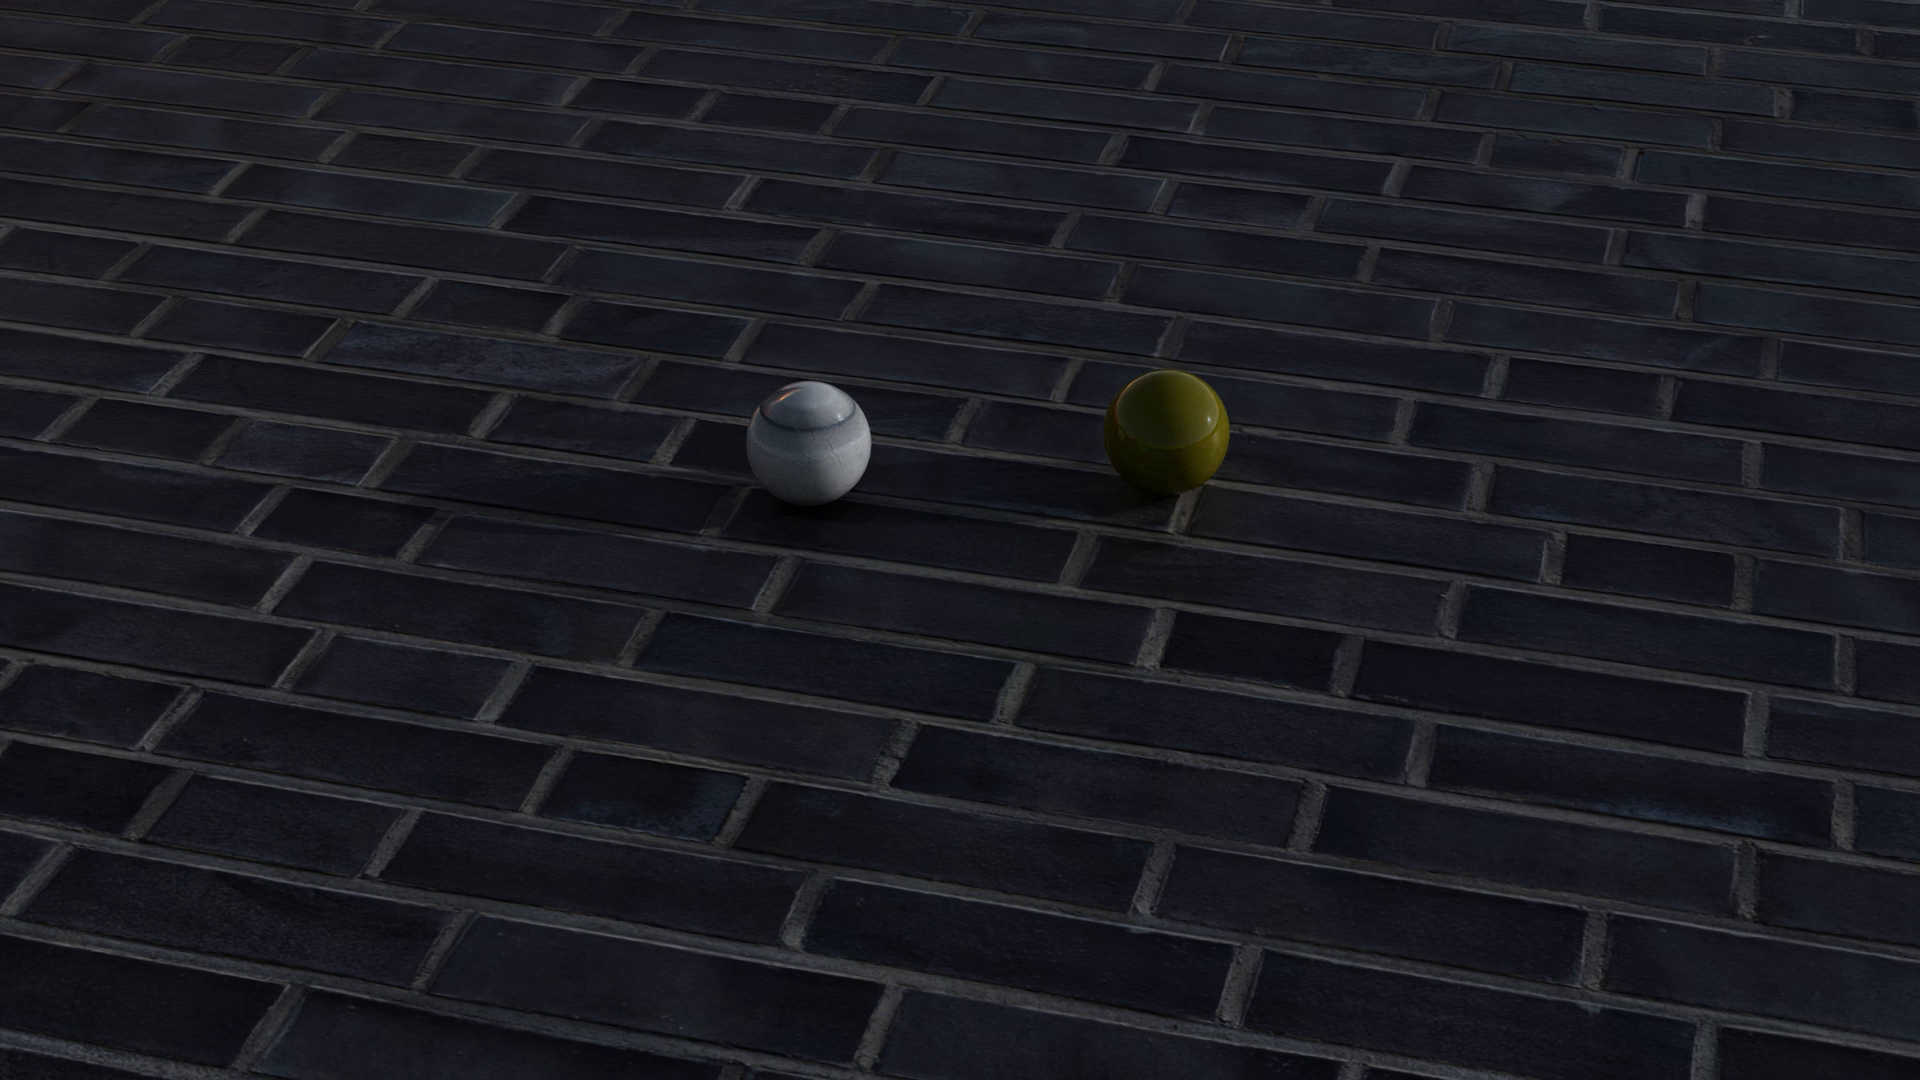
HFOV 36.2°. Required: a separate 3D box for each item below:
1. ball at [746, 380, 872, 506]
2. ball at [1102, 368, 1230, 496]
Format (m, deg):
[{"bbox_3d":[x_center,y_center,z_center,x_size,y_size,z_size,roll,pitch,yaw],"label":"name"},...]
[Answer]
[{"bbox_3d":[-0.084,-0.054,1.640,0.070,0.070,0.070,0,32,0],"label":"ball"},{"bbox_3d":[0.116,-0.061,1.650,0.071,0.071,0.071,0,32,0],"label":"ball"}]
